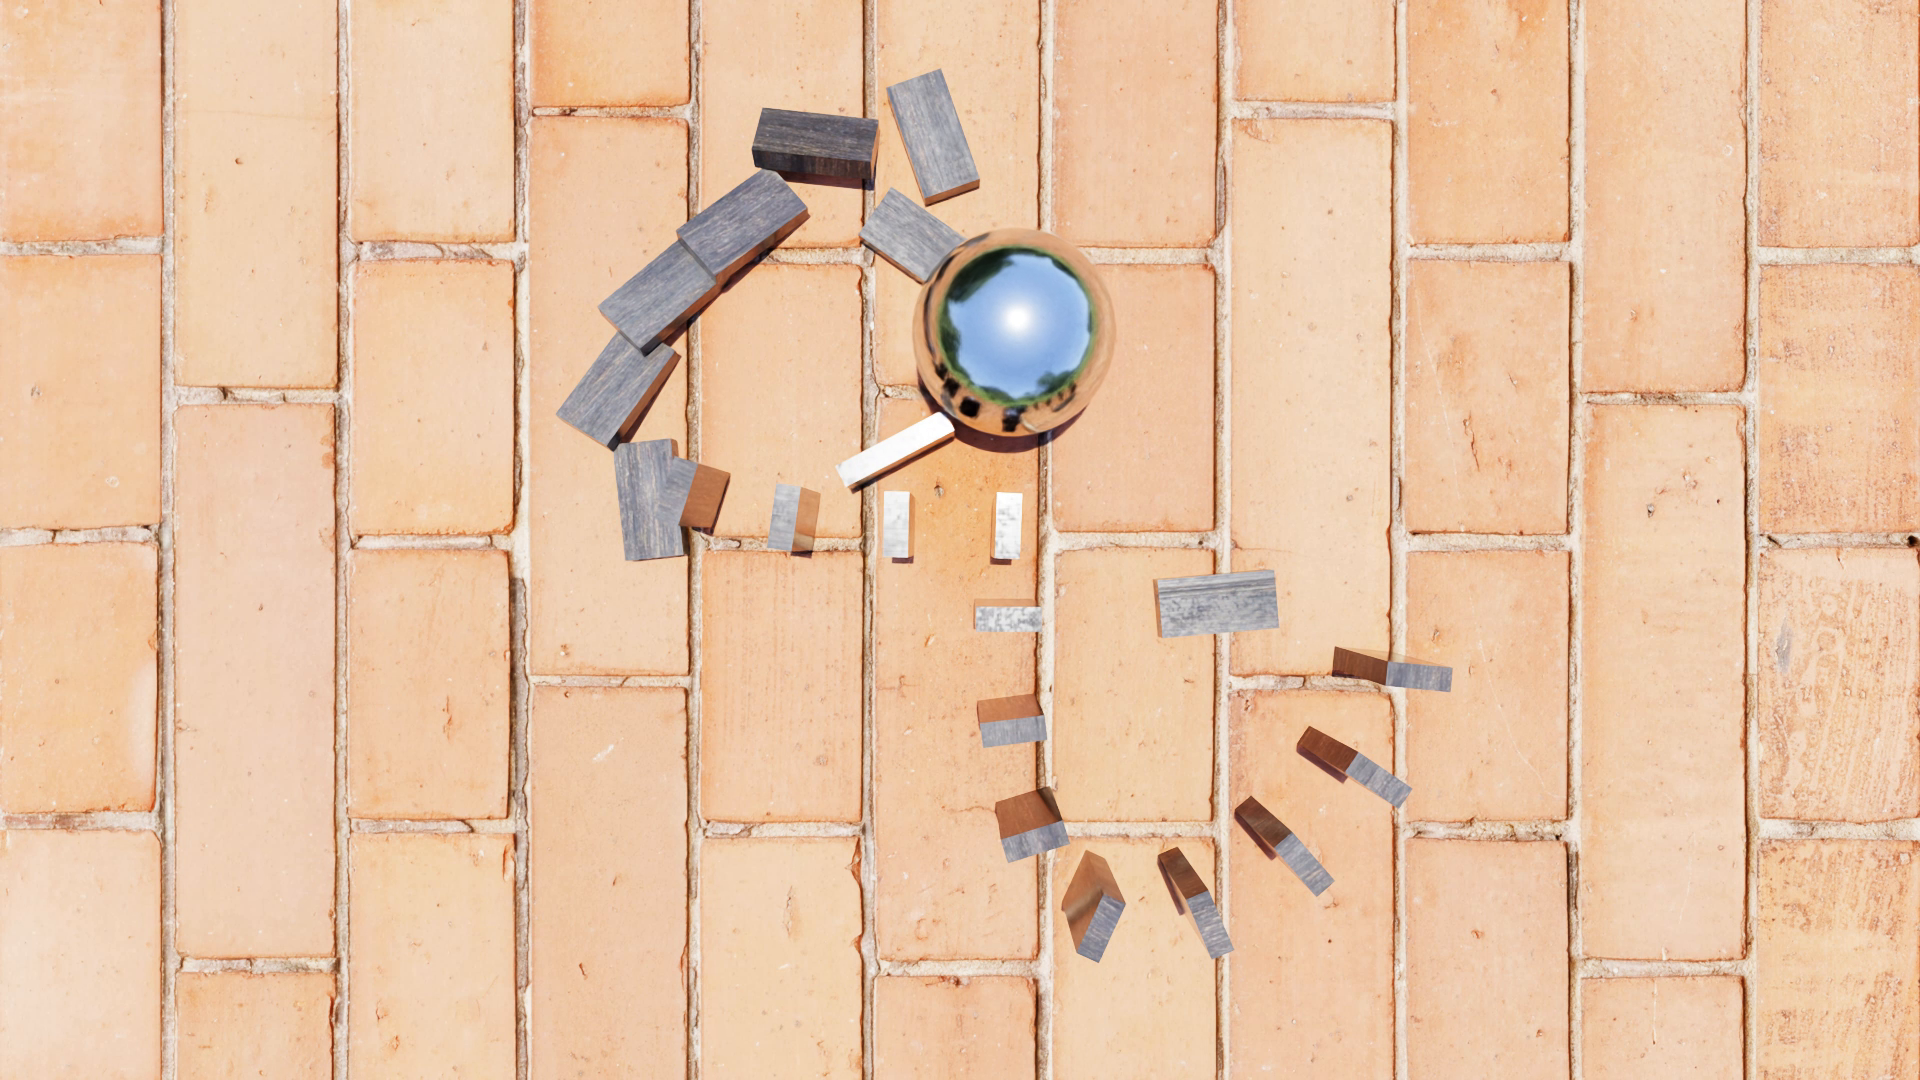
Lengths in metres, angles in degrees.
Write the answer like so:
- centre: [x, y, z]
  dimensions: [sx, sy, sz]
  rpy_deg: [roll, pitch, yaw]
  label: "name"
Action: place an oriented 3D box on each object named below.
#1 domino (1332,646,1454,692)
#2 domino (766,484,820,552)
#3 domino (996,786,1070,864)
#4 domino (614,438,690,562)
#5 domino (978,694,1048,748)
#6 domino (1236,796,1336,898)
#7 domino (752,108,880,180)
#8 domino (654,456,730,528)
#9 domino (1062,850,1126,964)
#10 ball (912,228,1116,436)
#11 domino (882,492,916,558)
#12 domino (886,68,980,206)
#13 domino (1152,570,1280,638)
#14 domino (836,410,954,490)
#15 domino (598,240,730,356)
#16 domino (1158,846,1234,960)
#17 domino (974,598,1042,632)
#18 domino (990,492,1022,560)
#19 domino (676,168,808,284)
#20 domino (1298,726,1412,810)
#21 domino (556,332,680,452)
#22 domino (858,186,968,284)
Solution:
- centre: [0.176, 0.052, 0.375]
  dimensions: [0.025, 0.050, 0.009]
  rpy_deg: [6, 90, 0]
  label: "domino"
- centre: [-0.067, -0.009, 0.375]
  dimensions: [0.009, 0.050, 0.025]
  rpy_deg: [8, 90, 0]
  label: "domino"
- centre: [0.029, 0.115, 0.375]
  dimensions: [0.025, 0.050, 0.010]
  rpy_deg: [-17, 90, 0]
  label: "domino"
- centre: [-0.133, -0.017, 0.395]
  dimensions: [0.025, 0.010, 0.050]
  rpy_deg: [-6, 90, 0]
  label: "domino"
- centre: [0.021, 0.073, 0.375]
  dimensions: [0.025, 0.050, 0.009]
  rpy_deg: [-7, 90, 0]
  label: "domino"
- centre: [0.132, 0.124, 0.375]
  dimensions: [0.009, 0.050, 0.025]
  rpy_deg: [-41, 90, 0]
  label: "domino"
- centre: [-0.061, -0.169, 0.390]
  dimensions: [0.050, 0.009, 0.025]
  rpy_deg: [6, 65, 0]
  label: "domino"
- centre: [-0.108, -0.019, 0.375]
  dimensions: [0.009, 0.050, 0.025]
  rpy_deg: [18, 90, 0]
  label: "domino"
- centre: [0.054, 0.148, 0.375]
  dimensions: [0.009, 0.050, 0.025]
  rpy_deg: [25, 90, 0]
  label: "domino"
- centre: [0.021, -0.081, 0.360]
  dimensions: [0.080, 0.080, 0.080]
  rpy_deg: [0, 90, 0]
  label: "ball"
- centre: [-0.024, -0.006, 0.375]
  dimensions: [0.010, 0.050, 0.025]
  rpy_deg: [1, 90, 0]
  label: "domino"
- centre: [-0.012, -0.173, 0.395]
  dimensions: [0.025, 0.010, 0.050]
  rpy_deg: [-19, 90, 0]
  label: "domino"
- centre: [0.110, 0.027, 0.395]
  dimensions: [0.050, 0.010, 0.025]
  rpy_deg: [-5, 90, 0]
  label: "domino"
- centre: [-0.027, -0.038, 0.388]
  dimensions: [0.050, 0.025, 0.010]
  rpy_deg: [-28, 90, 0]
  label: "domino"
- centre: [-0.125, -0.105, 0.390]
  dimensions: [0.025, 0.010, 0.050]
  rpy_deg: [44, 77, 0]
  label: "domino"
- centre: [0.096, 0.147, 0.375]
  dimensions: [0.010, 0.050, 0.025]
  rpy_deg: [-23, 90, 0]
  label: "domino"
- centre: [0.019, 0.030, 0.375]
  dimensions: [0.025, 0.050, 0.009]
  rpy_deg: [0, 90, 0]
  label: "domino"
- centre: [0.019, -0.005, 0.375]
  dimensions: [0.009, 0.050, 0.025]
  rpy_deg: [2, 90, 0]
  label: "domino"
- centre: [-0.092, -0.134, 0.390]
  dimensions: [0.050, 0.009, 0.025]
  rpy_deg: [-41, 90, -13]
  label: "domino"
- centre: [0.160, 0.092, 0.375]
  dimensions: [0.025, 0.050, 0.010]
  rpy_deg: [34, 90, 0]
  label: "domino"
- centre: [-0.145, -0.066, 0.390]
  dimensions: [0.025, 0.010, 0.050]
  rpy_deg: [31, 78, 0]
  label: "domino"
- centre: [-0.016, -0.126, 0.395]
  dimensions: [0.050, 0.010, 0.025]
  rpy_deg: [35, 90, 0]
  label: "domino"
